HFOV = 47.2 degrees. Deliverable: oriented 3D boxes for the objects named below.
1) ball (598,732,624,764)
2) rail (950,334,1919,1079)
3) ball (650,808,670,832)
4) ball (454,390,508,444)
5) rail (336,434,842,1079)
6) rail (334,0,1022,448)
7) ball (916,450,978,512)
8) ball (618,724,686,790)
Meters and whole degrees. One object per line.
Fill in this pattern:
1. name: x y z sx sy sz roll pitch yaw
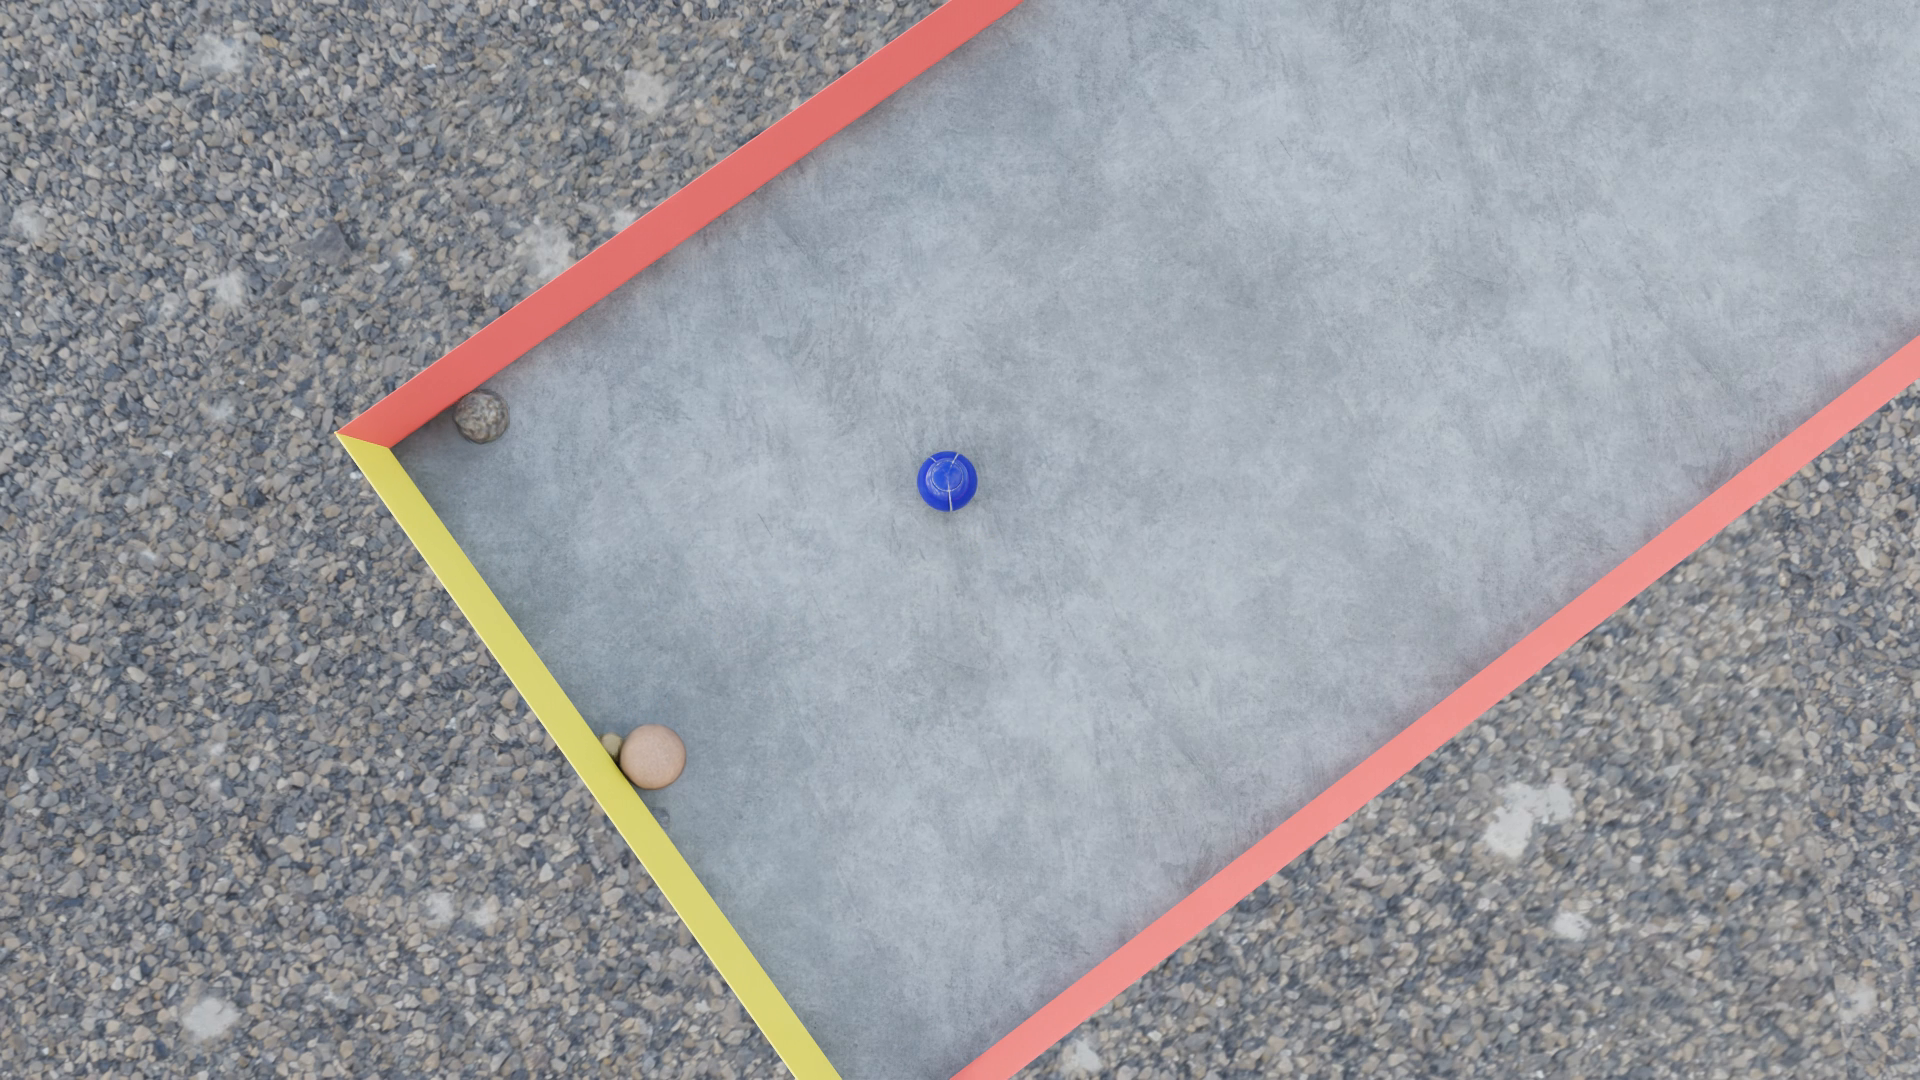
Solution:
1. ball: -0.516 0.307 3.242 0.048 0.048 0.048 0 80 0
2. rail: 0.903 0.117 3.235 2.594 0.126 0.045 -36 82 -6
3. ball: -0.445 0.413 3.226 0.041 0.041 0.041 0 80 0
4. ball: -0.721 -0.185 3.313 0.081 0.081 0.081 0 80 0
5. rail: -0.500 0.363 3.191 0.045 0.126 1.327 -36 82 -6
6. rail: 0.136 -0.892 3.415 2.594 0.126 0.045 -36 82 -6
7. ball: -0.019 -0.088 3.290 0.092 0.092 0.092 0 80 0
8. ball: -0.450 0.317 3.215 0.097 0.097 0.097 0 80 0
